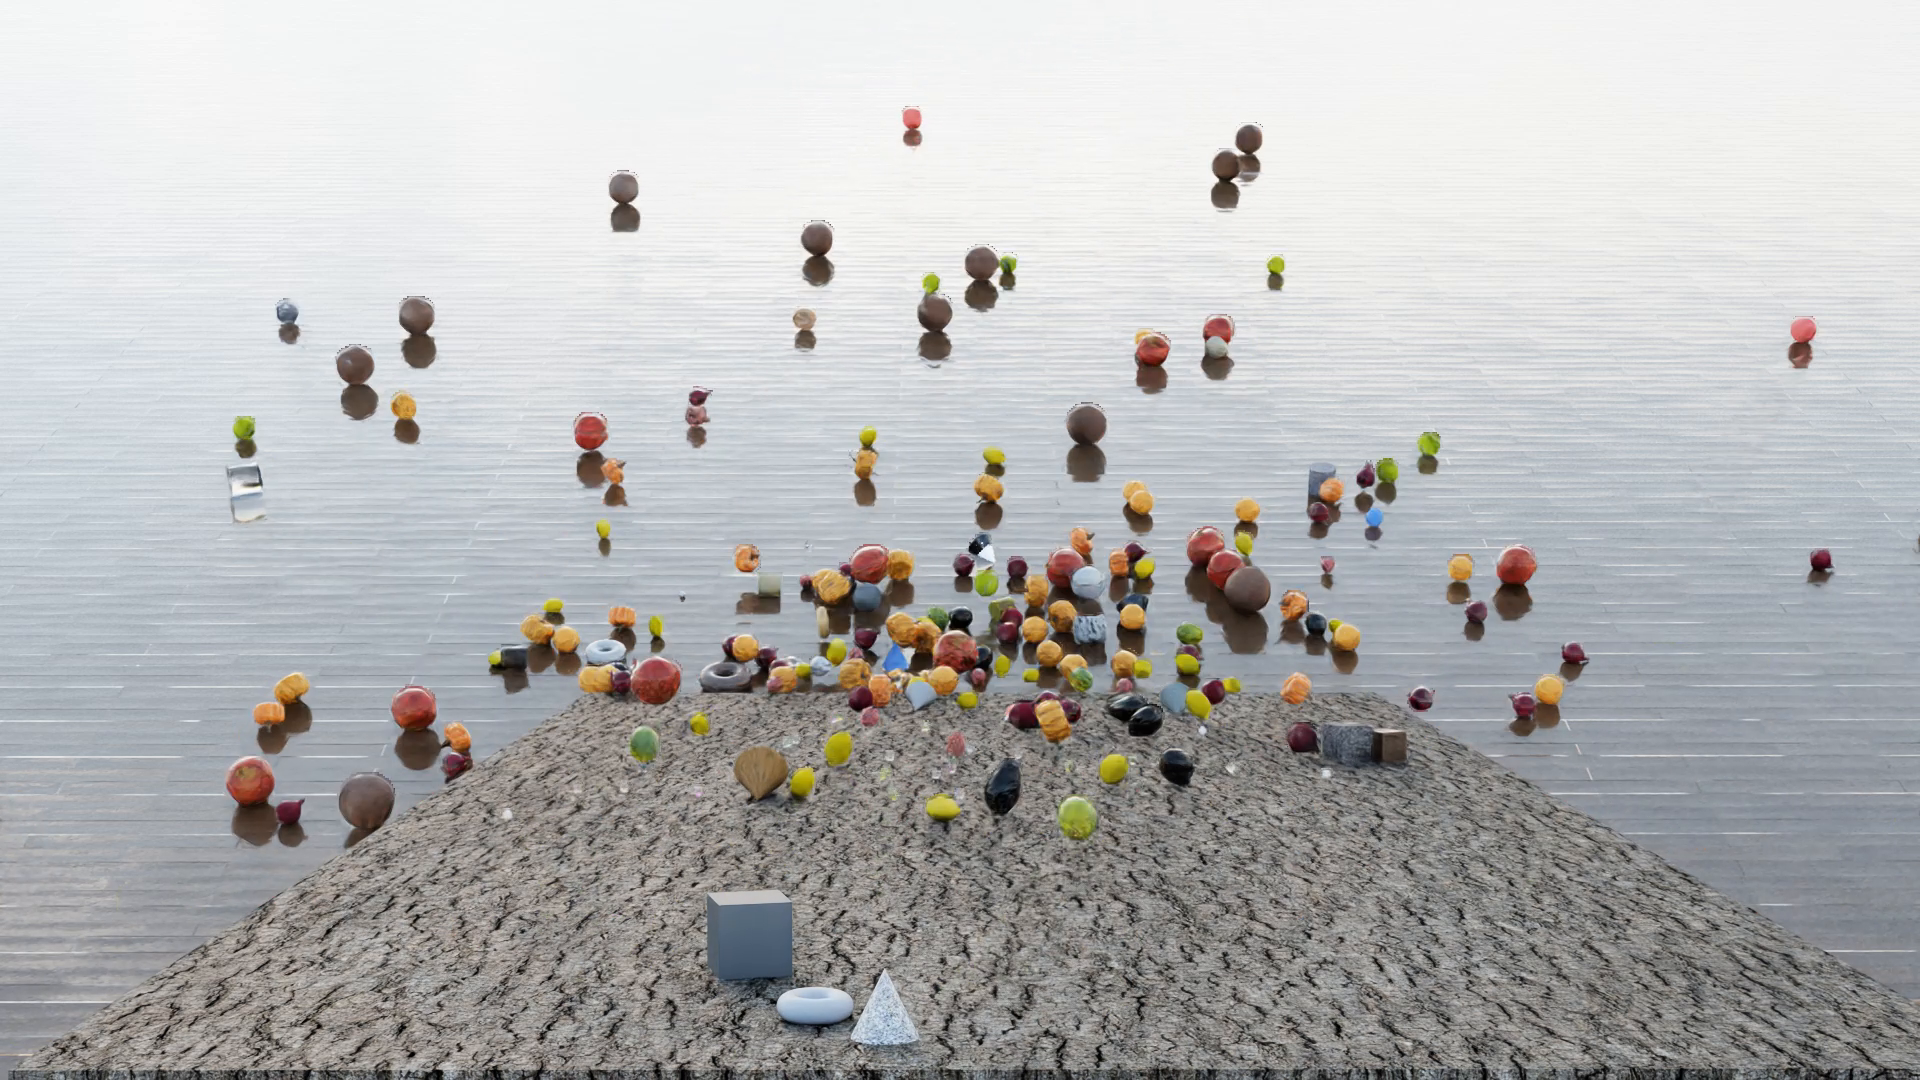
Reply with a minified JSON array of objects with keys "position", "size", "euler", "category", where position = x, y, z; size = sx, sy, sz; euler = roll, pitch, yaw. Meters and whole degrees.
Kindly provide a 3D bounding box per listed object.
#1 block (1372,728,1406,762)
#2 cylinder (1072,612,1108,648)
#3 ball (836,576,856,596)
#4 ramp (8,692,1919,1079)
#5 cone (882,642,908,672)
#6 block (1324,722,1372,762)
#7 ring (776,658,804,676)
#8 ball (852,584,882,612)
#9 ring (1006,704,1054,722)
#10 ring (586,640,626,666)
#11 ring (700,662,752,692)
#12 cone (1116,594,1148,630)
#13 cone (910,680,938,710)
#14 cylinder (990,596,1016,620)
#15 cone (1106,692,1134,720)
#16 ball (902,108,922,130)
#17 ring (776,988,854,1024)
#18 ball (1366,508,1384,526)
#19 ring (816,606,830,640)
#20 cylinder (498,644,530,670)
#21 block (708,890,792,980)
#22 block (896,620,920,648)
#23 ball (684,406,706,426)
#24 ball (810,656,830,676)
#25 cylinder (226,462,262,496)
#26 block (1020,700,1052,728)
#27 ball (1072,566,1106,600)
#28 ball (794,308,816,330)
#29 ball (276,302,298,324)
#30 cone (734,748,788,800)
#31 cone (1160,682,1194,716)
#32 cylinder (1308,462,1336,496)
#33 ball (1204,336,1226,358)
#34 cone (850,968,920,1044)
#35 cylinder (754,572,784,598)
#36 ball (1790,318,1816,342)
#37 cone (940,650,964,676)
[{"position":[0.846,0.407,5.121],"size":[0.057,0.057,0.057],"euler":[-1,2,-27],"category":"block"},{"position":[0.353,0.244,6.997],"size":[0.075,0.075,0.075],"euler":[-23,29,-10],"category":"cylinder"},{"position":[-0.322,0.131,7.265],"size":[0.059,0.059,0.059],"euler":[0,24,0],"category":"ball"},{"position":[0.056,0.506,4.550],"size":[2.000,0.100,4.000],"euler":[0,2,0],"category":"ramp"},{"position":[-0.172,0.302,6.874],"size":[0.071,0.071,0.071],"euler":[0,24,0],"category":"cone"},{"position":[0.771,0.401,5.129],"size":[0.069,0.069,0.069],"euler":[-1,2,-24],"category":"block"},{"position":[-0.451,0.337,6.853],"size":[0.078,0.026,0.078],"euler":[1,25,0],"category":"ring"},{"position":[-0.259,0.161,7.172],"size":[0.082,0.082,0.082],"euler":[0,24,0],"category":"ball"},{"position":[0.158,0.393,5.853],"size":[0.110,0.037,0.110],"euler":[1,1,0],"category":"ring"},{"position":[-0.951,0.302,6.917],"size":[0.110,0.037,0.110],"euler":[1,25,0],"category":"ring"},{"position":[-0.615,0.363,6.769],"size":[0.141,0.047,0.141],"euler":[-1,23,0],"category":"ring"},{"position":[0.486,0.213,7.106],"size":[0.090,0.090,0.090],"euler":[-5,52,-12],"category":"cone"},{"position":[-0.099,0.386,6.117],"size":[0.074,0.074,0.074],"euler":[10,52,21],"category":"cone"},{"position":[0.118,0.190,7.142],"size":[0.054,0.054,0.054],"euler":[-14,28,-31],"category":"cylinder"},{"position":[0.368,0.395,5.905],"size":[0.064,0.064,0.064],"euler":[0,41,0],"category":"cone"},{"position":[-0.218,-1.921,11.742],"size":[0.095,0.095,0.095],"euler":[0,24,0],"category":"ball"},{"position":[-0.156,0.503,2.779],"size":[0.084,0.028,0.084],"euler":[1,3,0],"category":"ring"},{"position":[1.240,-0.068,7.710],"size":[0.053,0.053,0.053],"euler":[0,24,0],"category":"ball"},{"position":[-0.372,0.226,7.005],"size":[0.030,0.089,0.089],"euler":[-7,25,-2],"category":"ring"},{"position":[-1.186,0.314,6.853],"size":[0.060,0.060,0.060],"euler":[17,11,-37],"category":"cylinder"},{"position":[-0.248,0.464,3.037],"size":[0.086,0.086,0.086],"euler":[-1,2,-15],"category":"block"},{"position":[-0.142,0.256,6.996],"size":[0.053,0.053,0.053],"euler":[-10,26,-21],"category":"block"},{"position":[-0.865,-0.405,8.433],"size":[0.070,0.070,0.070],"euler":[0,24,0],"category":"ball"},{"position":[-0.370,0.334,6.795],"size":[0.054,0.054,0.054],"euler":[0,24,0],"category":"ball"},{"position":[-2.201,-0.185,7.923],"size":[0.091,0.091,0.091],"euler":[-11,27,-22],"category":"cylinder"},{"position":[0.168,0.386,5.723],"size":[0.059,0.059,0.059],"euler":[0,2,-13],"category":"block"},{"position":[0.360,0.123,7.240],"size":[0.095,0.095,0.095],"euler":[0,24,0],"category":"ball"},{"position":[-0.559,-0.796,9.278],"size":[0.083,0.083,0.083],"euler":[0,24,0],"category":"ball"},{"position":[-2.441,-0.827,9.348],"size":[0.081,0.081,0.081],"euler":[0,24,0],"category":"ball"},{"position":[-0.355,0.434,4.564],"size":[0.097,0.097,0.097],"euler":[0,29,-1],"category":"cone"},{"position":[0.507,0.388,6.022],"size":[0.079,0.079,0.079],"euler":[2,29,4],"category":"cone"},{"position":[1.115,-0.187,7.938],"size":[0.081,0.081,0.081],"euler":[0,24,0],"category":"cylinder"},{"position":[0.895,-0.674,9.019],"size":[0.076,0.076,0.076],"euler":[0,24,0],"category":"ball"},{"position":[-0.078,0.483,2.691],"size":[0.072,0.072,0.072],"euler":[0,2,0],"category":"cone"},{"position":[-0.538,0.127,7.269],"size":[0.063,0.063,0.063],"euler":[21,13,-29],"category":"cylinder"},{"position":[2.999,-0.746,9.160],"size":[0.090,0.090,0.090],"euler":[0,24,0],"category":"ball"},{"position":[-0.023,0.318,6.848],"size":[0.064,0.064,0.064],"euler":[0,24,0],"category":"cone"}]
